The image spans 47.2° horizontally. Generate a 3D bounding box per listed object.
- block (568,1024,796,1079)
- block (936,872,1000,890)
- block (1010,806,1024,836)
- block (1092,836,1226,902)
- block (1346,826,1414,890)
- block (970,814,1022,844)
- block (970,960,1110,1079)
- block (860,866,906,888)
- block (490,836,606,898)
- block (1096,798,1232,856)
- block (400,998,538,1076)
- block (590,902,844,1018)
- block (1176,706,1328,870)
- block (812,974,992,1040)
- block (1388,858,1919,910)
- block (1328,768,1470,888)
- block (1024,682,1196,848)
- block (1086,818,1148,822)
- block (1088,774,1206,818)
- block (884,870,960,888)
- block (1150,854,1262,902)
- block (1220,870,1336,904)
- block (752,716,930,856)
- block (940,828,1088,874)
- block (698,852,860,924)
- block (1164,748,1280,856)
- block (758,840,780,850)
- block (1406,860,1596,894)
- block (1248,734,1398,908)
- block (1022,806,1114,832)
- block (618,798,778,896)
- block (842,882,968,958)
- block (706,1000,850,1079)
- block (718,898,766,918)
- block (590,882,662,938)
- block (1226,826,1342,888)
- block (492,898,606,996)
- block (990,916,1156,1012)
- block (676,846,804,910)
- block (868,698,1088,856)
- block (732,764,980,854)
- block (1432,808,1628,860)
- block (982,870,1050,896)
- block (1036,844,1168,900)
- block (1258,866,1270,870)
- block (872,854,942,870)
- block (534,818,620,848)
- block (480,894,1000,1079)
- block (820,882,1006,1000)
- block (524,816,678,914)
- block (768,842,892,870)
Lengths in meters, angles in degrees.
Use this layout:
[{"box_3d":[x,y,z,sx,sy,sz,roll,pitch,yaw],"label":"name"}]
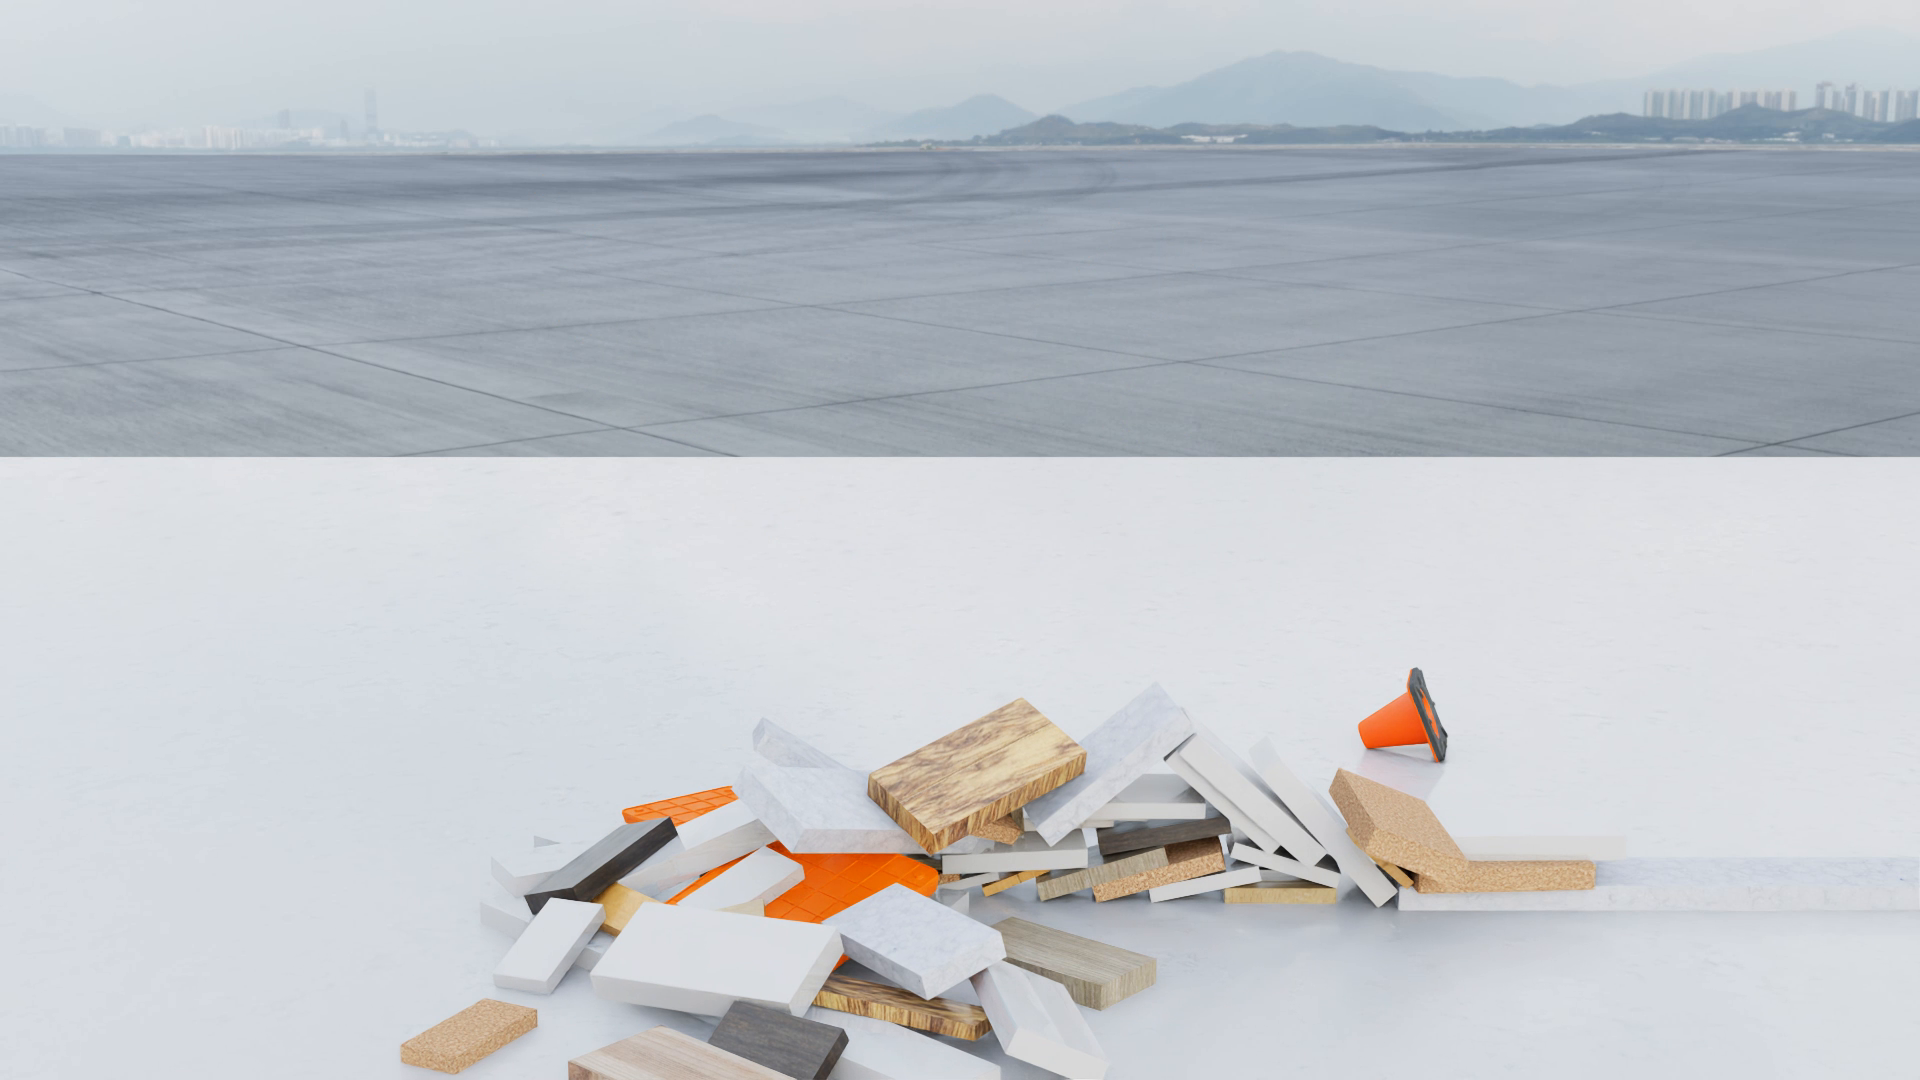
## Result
[{"box_3d":[-0.344,0.718,2.857,0.321,0.046,0.161,9,14,41],"label":"block"},{"box_3d":[0.007,0.566,3.681,0.115,0.016,0.058,-14,10,-1],"label":"block"},{"box_3d":[0.077,0.414,3.627,0.021,0.149,0.075,-19,41,-16],"label":"block"},{"box_3d":[0.329,0.543,3.663,0.219,0.031,0.109,-16,10,7],"label":"block"},{"box_3d":[0.684,0.515,3.585,0.122,0.017,0.061,41,8,-10],"label":"block"},{"box_3d":[-0.006,0.436,3.570,0.202,0.029,0.101,18,18,-34],"label":"block"},{"box_3d":[0.105,0.659,3.037,0.138,0.039,0.276,24,5,-14],"label":"block"},{"box_3d":[-0.159,0.565,3.687,0.126,0.018,0.063,-9,11,10],"label":"block"},{"box_3d":[-0.638,0.538,3.655,0.251,0.036,0.126,-6,12,-29],"label":"block"},{"box_3d":[0.336,0.476,3.666,0.219,0.031,0.109,-10,10,2],"label":"block"},{"box_3d":[-0.682,0.690,3.061,0.092,0.026,0.184,5,12,26],"label":"block"},{"box_3d":[-0.347,0.604,3.142,0.323,0.046,0.162,3,32,24],"label":"block"},{"box_3d":[0.470,0.407,3.621,0.301,0.043,0.150,42,8,-12],"label":"block"},{"box_3d":[-0.172,0.644,3.129,0.468,0.022,0.076,7,8,26],"label":"block"},{"box_3d":[1.273,0.571,3.658,1.114,0.041,0.145,0,11,0],"label":"block"},{"box_3d":[0.713,0.467,3.597,0.161,0.046,0.321,22,10,-5],"label":"block"},{"box_3d":[0.236,0.364,3.596,0.301,0.043,0.150,-39,20,1],"label":"block"},{"box_3d":[0.235,0.439,3.662,0.149,0.021,0.075,1,23,0],"label":"block"},{"box_3d":[0.299,0.423,3.638,0.202,0.029,0.101,1,23,-3],"label":"block"},{"box_3d":[-0.064,0.564,3.681,0.126,0.018,0.063,-13,10,2],"label":"block"},{"box_3d":[0.404,0.558,3.663,0.184,0.026,0.092,-12,10,4],"label":"block"},{"box_3d":[0.529,0.578,3.665,0.184,0.026,0.092,0,11,0],"label":"block"},{"box_3d":[-0.190,0.410,3.656,0.344,0.034,0.119,32,4,-11],"label":"block"},{"box_3d":[0.086,0.508,3.660,0.239,0.034,0.119,-2,19,-4],"label":"block"},{"box_3d":[-0.291,0.563,3.538,0.255,0.036,0.127,-2,38,-1],"label":"block"},{"box_3d":[0.425,0.415,3.615,0.242,0.029,0.101,42,8,-12],"label":"block"},{"box_3d":[-0.292,0.532,3.813,0.091,0.026,0.182,-1,0,-18],"label":"block"},{"box_3d":[0.880,0.535,3.624,0.291,0.041,0.145,-1,11,-4],"label":"block"},{"box_3d":[0.601,0.464,3.649,0.043,0.301,0.150,-41,8,7],"label":"block"},{"box_3d":[0.179,0.463,3.686,0.149,0.021,0.075,-3,10,-2],"label":"block"},{"box_3d":[-0.393,0.481,3.558,0.323,0.046,0.162,-24,11,-3],"label":"block"},{"box_3d":[-0.093,0.606,3.484,0.127,0.036,0.255,4,11,22],"label":"block"},{"box_3d":[-0.250,0.684,2.967,0.184,0.026,0.092,6,45,32],"label":"block"},{"box_3d":[-0.364,0.579,3.271,0.152,0.022,0.076,-13,22,-2],"label":"block"},{"box_3d":[-0.516,0.578,3.400,0.076,0.022,0.152,-37,31,-32],"label":"block"},{"box_3d":[0.537,0.526,3.657,0.184,0.026,0.092,17,11,-1],"label":"block"},{"box_3d":[-0.619,0.612,3.321,0.092,0.026,0.184,4,30,20],"label":"block"},{"box_3d":[0.143,0.636,3.314,0.276,0.039,0.138,9,14,39],"label":"block"},{"box_3d":[-0.338,0.542,3.396,0.091,0.026,0.182,19,37,41],"label":"block"},{"box_3d":[0.029,0.372,3.510,0.321,0.046,0.161,-24,47,-33],"label":"block"},{"box_3d":[-0.156,0.428,3.475,0.425,0.046,0.162,10,24,-50],"label":"block"},{"box_3d":[0.940,0.489,3.651,0.291,0.041,0.145,0,11,-1],"label":"block"},{"box_3d":[0.093,0.558,3.676,0.115,0.016,0.058,-23,10,3],"label":"block"},{"box_3d":[0.234,0.539,3.664,0.219,0.031,0.109,-16,10,3],"label":"block"},{"box_3d":[0.485,0.562,3.772,0.122,0.017,0.061,-4,11,-21],"label":"block"},{"box_3d":[-0.081,0.533,3.690,0.126,0.018,0.063,0,12,6],"label":"block"},{"box_3d":[-0.610,0.541,3.837,0.251,0.036,0.126,8,13,37],"label":"block"},{"box_3d":[-0.359,0.655,3.220,1.031,0.036,0.126,10,15,44],"label":"block"},{"box_3d":[-0.070,0.577,3.183,0.138,0.039,0.276,-24,20,-29],"label":"block"},{"box_3d":[-0.573,0.520,3.522,0.119,0.034,0.238,-15,12,38],"label":"block"},{"box_3d":[-0.240,0.529,3.662,0.255,0.036,0.127,-23,28,-25],"label":"block"}]
